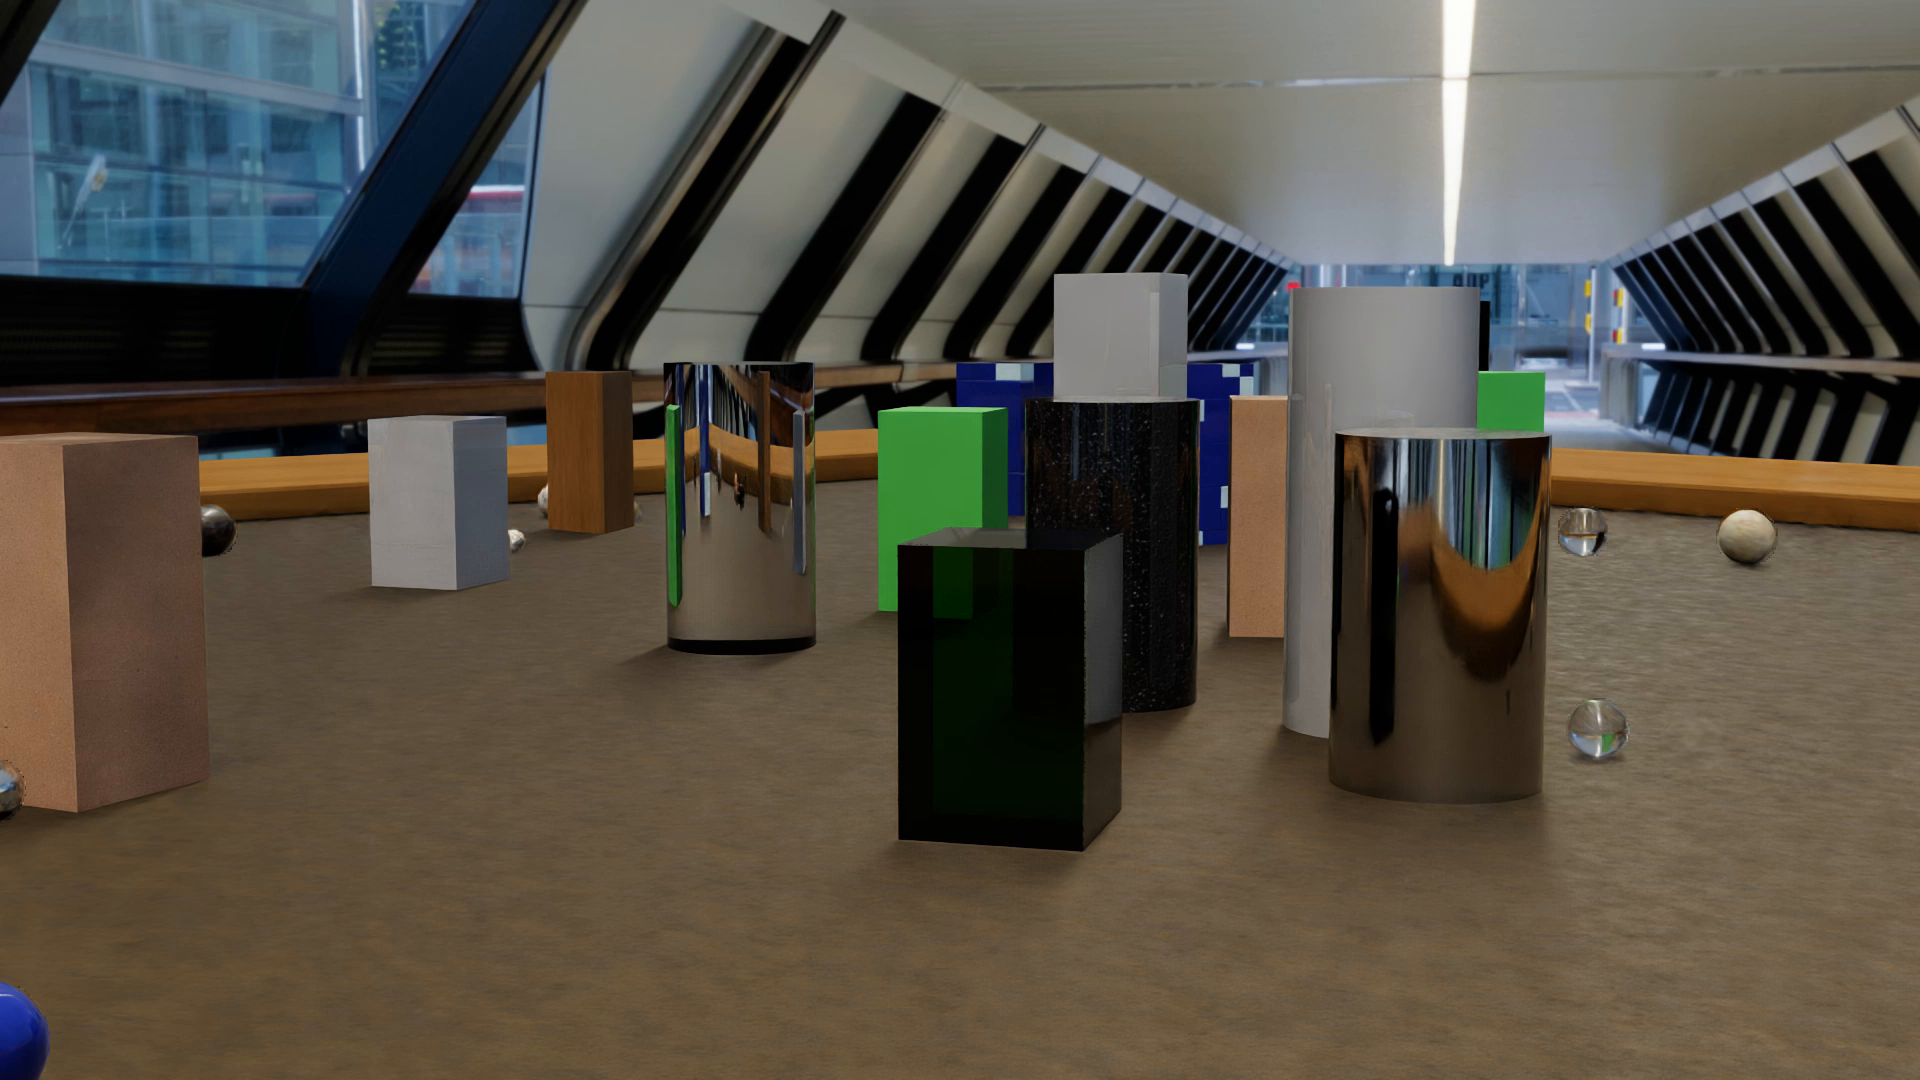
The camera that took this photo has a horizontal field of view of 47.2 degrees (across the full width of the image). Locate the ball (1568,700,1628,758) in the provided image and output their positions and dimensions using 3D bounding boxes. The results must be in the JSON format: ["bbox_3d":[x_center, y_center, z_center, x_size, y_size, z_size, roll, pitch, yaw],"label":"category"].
[{"bbox_3d":[0.638,0.189,2.202,0.057,0.057,0.057,0,6,0],"label":"ball"}]

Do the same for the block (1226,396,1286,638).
[{"bbox_3d":[0.457,-0.036,3.073,0.160,0.325,0.160,1,6,5],"label":"block"}]

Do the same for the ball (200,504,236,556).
[{"bbox_3d":[-1.368,-0.017,4.004,0.094,0.094,0.094,0,6,0],"label":"ball"}]

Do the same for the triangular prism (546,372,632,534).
[{"bbox_3d":[-0.730,-0.183,4.500,0.173,0.321,0.150,5,8,42],"label":"triangular prism"}]

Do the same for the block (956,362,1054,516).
[{"bbox_3d":[0.100,-0.229,4.892,0.160,0.330,0.160,3,7,29],"label":"block"}]

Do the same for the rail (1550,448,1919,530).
[{"bbox_3d":[1.595,-0.119,4.796,0.045,0.130,4.096,-5,8,-42],"label":"rail"}]

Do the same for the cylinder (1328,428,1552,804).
[{"bbox_3d":[0.451,0.065,2.072,0.199,0.331,0.199,0,6,0],"label":"cylinder"}]

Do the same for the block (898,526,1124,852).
[{"bbox_3d":[0.046,0.123,1.901,0.160,0.251,0.160,2,6,16],"label":"block"}]

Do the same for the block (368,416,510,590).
[{"bbox_3d":[-0.854,-0.065,3.609,0.160,0.270,0.160,2,6,20],"label":"block"}]

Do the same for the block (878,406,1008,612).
[{"bbox_3d":[-0.024,-0.048,3.321,0.160,0.297,0.160,2,6,15],"label":"block"}]

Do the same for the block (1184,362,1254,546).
[{"bbox_3d":[0.454,-0.170,4.264,0.160,0.343,0.160,-3,7,-30],"label":"block"}]

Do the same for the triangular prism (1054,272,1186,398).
[{"bbox_3d":[0.232,-0.089,2.774,0.150,0.490,0.173,-5,8,-42],"label":"triangular prism"}]

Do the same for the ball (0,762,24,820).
[{"bbox_3d":[-0.848,0.219,1.920,0.055,0.055,0.055,0,6,0],"label":"ball"}]

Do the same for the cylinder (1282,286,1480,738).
[{"bbox_3d":[0.448,-0.034,2.350,0.199,0.469,0.199,0,6,0],"label":"cylinder"}]

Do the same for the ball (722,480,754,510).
[{"bbox_3d":[-0.495,-0.100,4.915,0.070,0.070,0.070,0,6,0],"label":"ball"}]

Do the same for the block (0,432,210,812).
[{"bbox_3d":[-0.823,0.069,2.048,0.160,0.328,0.160,3,7,26],"label":"block"}]

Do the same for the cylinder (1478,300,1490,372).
[{"bbox_3d":[0.977,-0.255,4.496,0.199,0.465,0.199,0,6,0],"label":"cylinder"}]

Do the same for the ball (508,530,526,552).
[{"bbox_3d":[-0.827,0.002,4.072,0.041,0.041,0.041,0,6,0],"label":"ball"}]

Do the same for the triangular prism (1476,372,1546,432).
[{"bbox_3d":[0.626,-0.031,2.813,0.173,0.368,0.150,-3,7,-25],"label":"triangular prism"}]

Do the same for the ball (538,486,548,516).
[{"bbox_3d":[-0.874,-0.083,4.737,0.073,0.073,0.073,0,6,0],"label":"ball"}]

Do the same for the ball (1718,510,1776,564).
[{"bbox_3d":[1.390,-0.006,3.885,0.096,0.096,0.096,0,6,0],"label":"ball"}]

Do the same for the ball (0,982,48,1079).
[{"bbox_3d":[-0.545,0.281,1.213,0.078,0.078,0.078,0,6,0],"label":"ball"}]

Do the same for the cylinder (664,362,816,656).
[{"bbox_3d":[-0.292,-0.047,2.932,0.199,0.376,0.199,0,6,0],"label":"cylinder"}]

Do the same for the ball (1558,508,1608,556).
[{"bbox_3d":[1.136,-0.015,4.007,0.088,0.088,0.088,0,6,0],"label":"ball"}]

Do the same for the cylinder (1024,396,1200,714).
[{"bbox_3d":[0.174,0.011,2.523,0.199,0.345,0.199,0,6,0],"label":"cylinder"}]

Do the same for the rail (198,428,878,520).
[{"bbox_3d":[-1.373,-0.120,4.811,4.388,0.130,0.045,-5,8,-42],"label":"rail"}]

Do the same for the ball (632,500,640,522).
[{"bbox_3d":[-0.700,-0.060,4.619,0.051,0.051,0.051,0,6,0],"label":"ball"}]

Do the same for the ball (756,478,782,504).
[{"bbox_3d":[-0.440,-0.111,5.073,0.060,0.060,0.060,0,6,0],"label":"ball"}]
